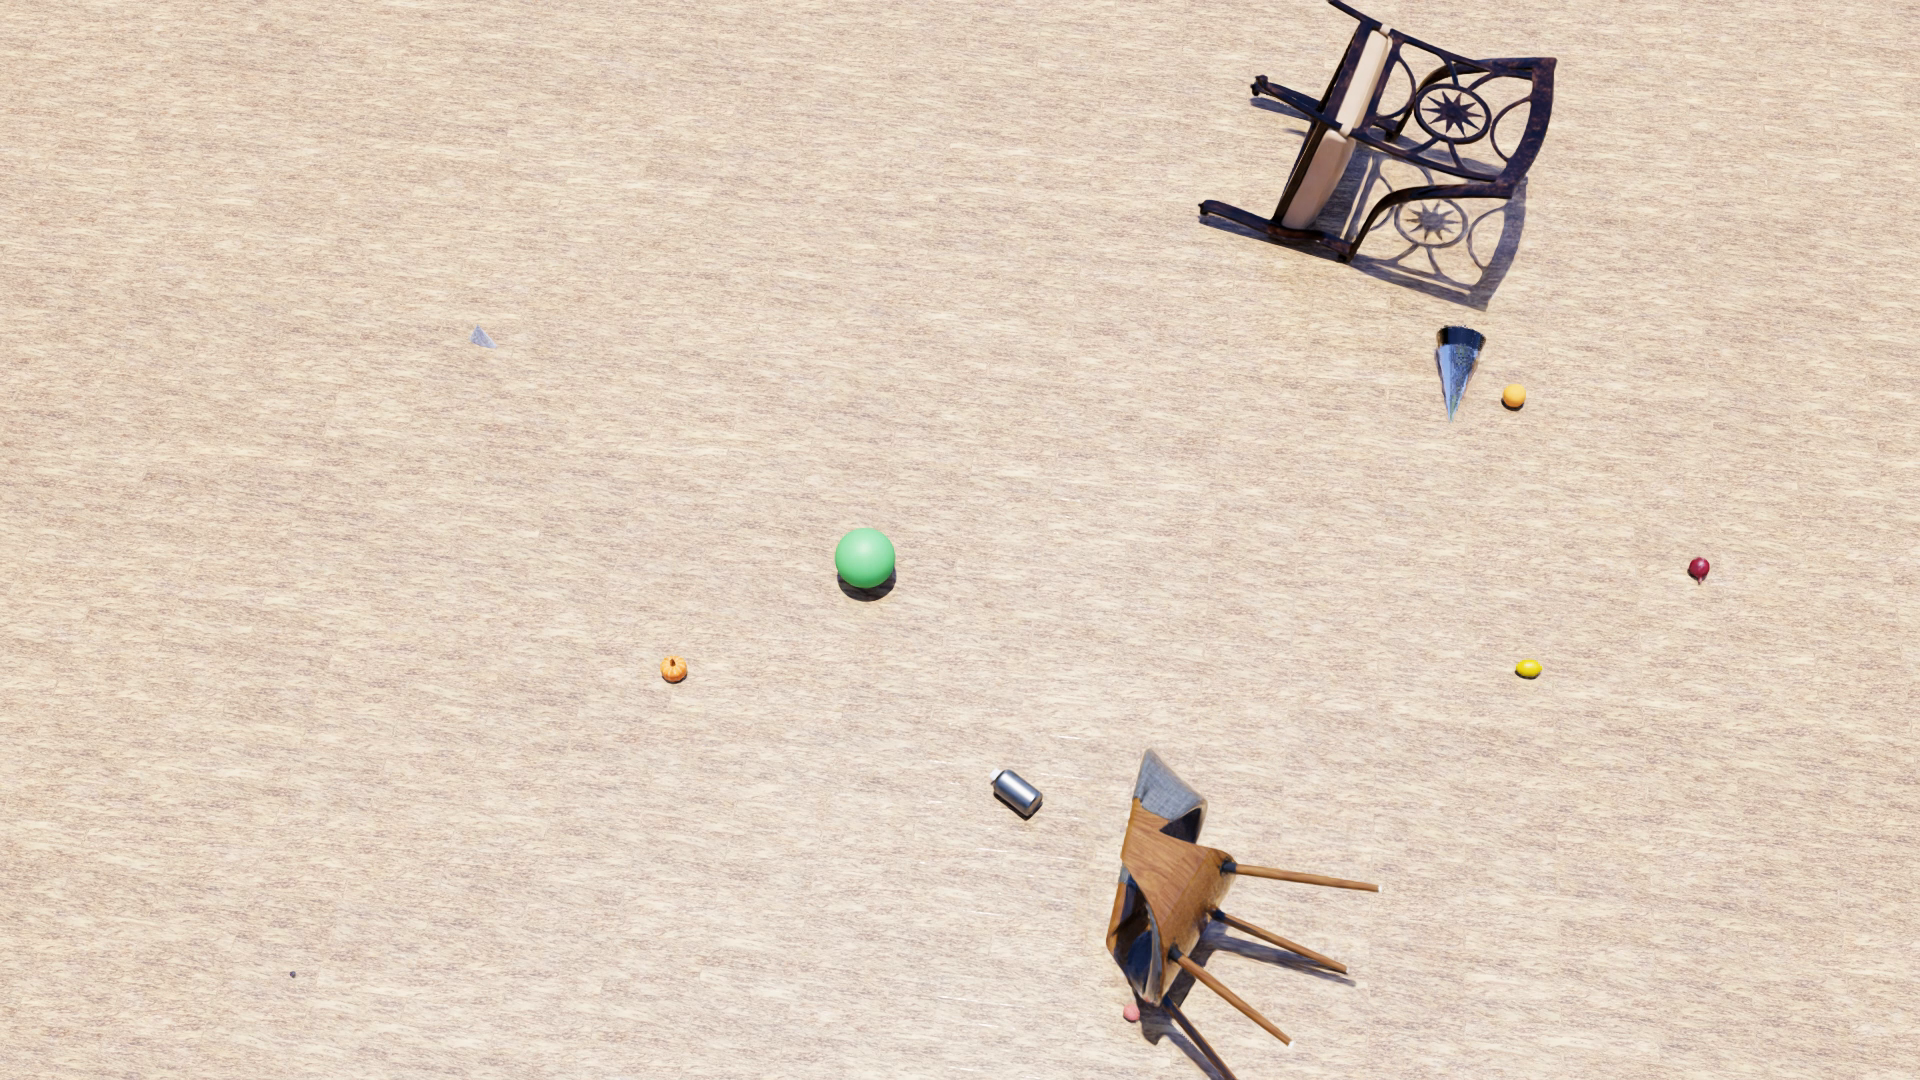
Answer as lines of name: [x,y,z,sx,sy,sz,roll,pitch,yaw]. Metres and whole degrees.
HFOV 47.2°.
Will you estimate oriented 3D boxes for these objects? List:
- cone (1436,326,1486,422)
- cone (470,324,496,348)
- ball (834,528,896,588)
cone: [1.547,-0.497,6.863,0.162,0.148,0.299,20,69,-22]
cone: [-1.518,-0.655,6.959,0.099,0.090,0.035,19,58,12]
ball: [-0.277,0.053,6.431,0.178,0.178,0.178,0,56,0]
